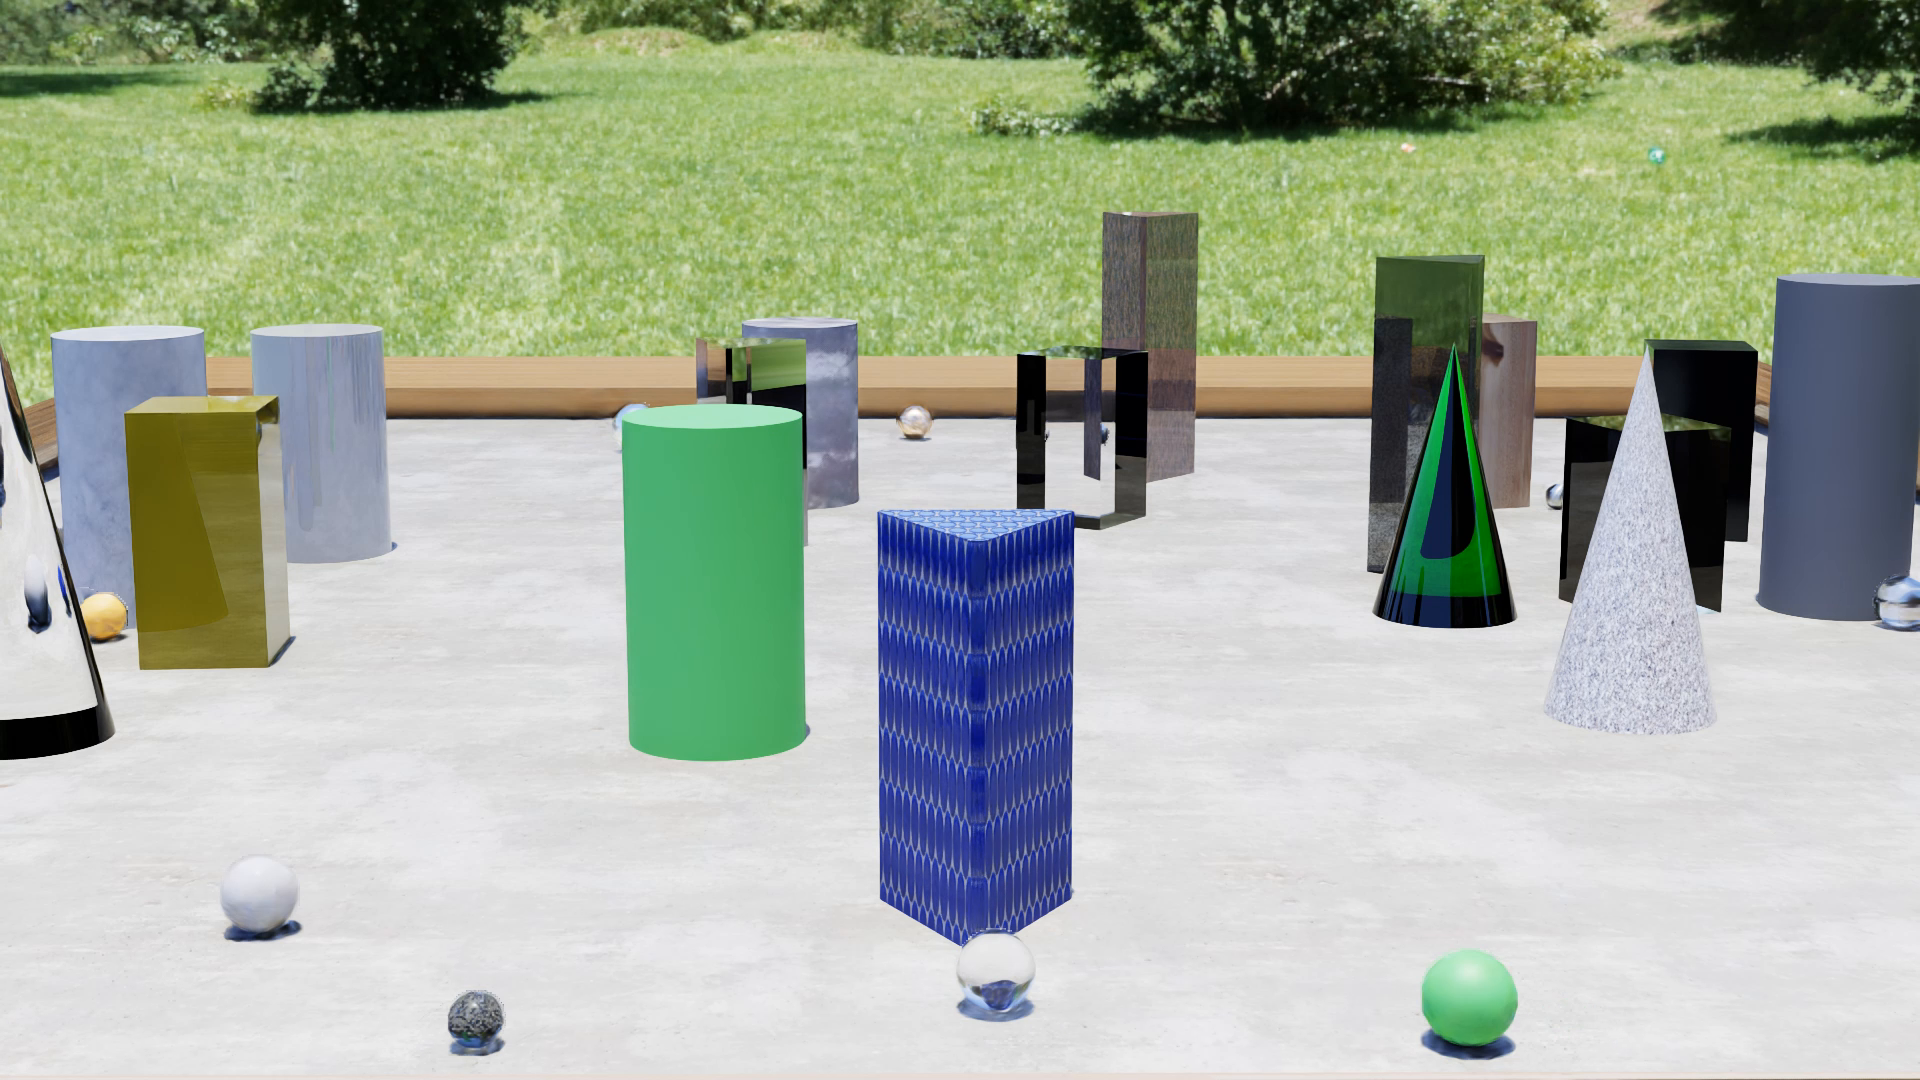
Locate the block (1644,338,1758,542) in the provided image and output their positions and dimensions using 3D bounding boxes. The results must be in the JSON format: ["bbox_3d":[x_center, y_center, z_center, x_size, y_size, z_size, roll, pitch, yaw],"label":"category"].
[{"bbox_3d":[1.150,-0.158,4.013,0.154,0.295,0.154,2,11,9],"label":"block"}]

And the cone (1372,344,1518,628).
[{"bbox_3d":[0.650,-0.082,3.408,0.193,0.366,0.193,0,11,0],"label":"cone"}]

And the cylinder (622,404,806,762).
[{"bbox_3d":[-0.265,0.042,2.773,0.193,0.355,0.193,0,11,0],"label":"cylinder"}]

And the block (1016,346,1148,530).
[{"bbox_3d":[0.197,-0.167,4.129,0.154,0.271,0.154,7,12,31],"label":"block"}]

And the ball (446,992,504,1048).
[{"bbox_3d":[-0.363,0.359,1.921,0.042,0.042,0.042,0,11,0],"label":"ball"}]

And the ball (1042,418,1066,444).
[{"bbox_3d":[0.181,-0.212,4.979,0.048,0.048,0.048,0,11,0],"label":"ball"}]

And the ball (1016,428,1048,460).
[{"bbox_3d":[0.135,-0.179,4.770,0.059,0.059,0.059,0,11,0],"label":"ball"}]

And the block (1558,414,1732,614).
[{"bbox_3d":[0.923,-0.034,3.466,0.154,0.251,0.154,-4,11,-19],"label":"block"}]

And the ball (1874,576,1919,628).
[{"bbox_3d":[1.231,0.081,3.352,0.067,0.067,0.067,0,11,0],"label":"ball"}]

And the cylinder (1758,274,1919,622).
[{"bbox_3d":[1.184,-0.128,3.444,0.193,0.444,0.193,0,11,0],"label":"cylinder"}]

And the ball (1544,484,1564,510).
[{"bbox_3d":[0.988,-0.071,4.234,0.043,0.043,0.043,0,11,0],"label":"ball"}]

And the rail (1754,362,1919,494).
[{"bbox_3d":[1.623,0.030,3.458,0.045,0.125,3.853,0,11,0],"label":"rail"}]

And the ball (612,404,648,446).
[{"bbox_3d":[-0.613,-0.212,4.861,0.092,0.092,0.092,0,11,0],"label":"ball"}]

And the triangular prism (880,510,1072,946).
[{"bbox_3d":[0.035,0.152,2.202,0.144,0.348,0.167,-6,12,-30],"label":"triangular prism"}]

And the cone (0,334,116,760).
[{"bbox_3d":[-1.025,-0.013,2.766,0.193,0.465,0.193,0,11,0],"label":"cone"}]

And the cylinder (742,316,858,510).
[{"bbox_3d":[-0.267,-0.215,4.305,0.193,0.301,0.193,0,11,0],"label":"cylinder"}]

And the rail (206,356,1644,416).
[{"bbox_3d":[-0.011,-0.316,5.320,3.294,0.125,0.045,0,11,0],"label":"rail"}]

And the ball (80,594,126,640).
[{"bbox_3d":[-1.097,0.098,3.283,0.059,0.059,0.059,0,11,0],"label":"ball"}]

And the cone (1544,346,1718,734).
[{"bbox_3d":[0.760,-0.010,2.875,0.193,0.420,0.193,0,11,0],"label":"cone"}]

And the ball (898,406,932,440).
[{"bbox_3d":[-0.088,-0.230,5.027,0.066,0.066,0.066,0,11,0],"label":"ball"}]

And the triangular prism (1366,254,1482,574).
[{"bbox_3d":[0.701,-0.177,3.679,0.167,0.455,0.144,10,15,44],"label":"triangular prism"}]

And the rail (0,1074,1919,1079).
[{"bbox_3d":[0.011,0.380,1.578,3.294,0.125,0.045,0,11,0],"label":"rail"}]

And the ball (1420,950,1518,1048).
[{"bbox_3d":[0.382,0.344,1.924,0.072,0.072,0.072,0,11,0],"label":"ball"}]

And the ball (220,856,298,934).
[{"bbox_3d":[-0.594,0.300,2.176,0.065,0.065,0.065,0,11,0],"label":"ball"}]

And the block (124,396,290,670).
[{"bbox_3d":[-0.927,-0.012,3.171,0.154,0.315,0.154,-1,11,-5],"label":"block"}]

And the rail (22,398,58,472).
[{"bbox_3d":[-1.623,0.034,3.440,0.045,0.125,3.853,0,11,0],"label":"rail"}]

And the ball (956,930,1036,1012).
[{"bbox_3d":[0.028,0.335,1.997,0.062,0.062,0.062,0,11,0],"label":"ball"}]

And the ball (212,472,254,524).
[{"bbox_3d":[-1.172,-0.067,4.102,0.083,0.083,0.083,0,11,0],"label":"ball"}]

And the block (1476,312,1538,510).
[{"bbox_3d":[0.850,-0.216,4.285,0.154,0.310,0.154,-3,11,-18],"label":"block"}]

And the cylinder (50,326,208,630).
[{"bbox_3d":[-1.093,-0.087,3.403,0.193,0.377,0.193,0,11,0],"label":"cylinder"}]

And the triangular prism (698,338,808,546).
[{"bbox_3d":[-0.342,-0.144,3.877,0.144,0.317,0.167,8,13,38],"label":"triangular prism"}]

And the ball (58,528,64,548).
[{"bbox_3d":[-1.223,0.028,3.478,0.089,0.089,0.089,0,11,0],"label":"ball"}]

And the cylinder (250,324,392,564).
[{"bbox_3d":[-0.956,-0.147,3.846,0.193,0.335,0.193,0,11,0],"label":"cylinder"}]

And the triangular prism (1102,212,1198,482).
[{"bbox_3d":[0.312,-0.347,4.564,0.144,0.466,0.167,8,13,38],"label":"triangular prism"}]

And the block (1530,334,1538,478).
[{"bbox_3d":[0.913,-0.231,4.514,0.154,0.255,0.154,6,12,27],"label":"block"}]
